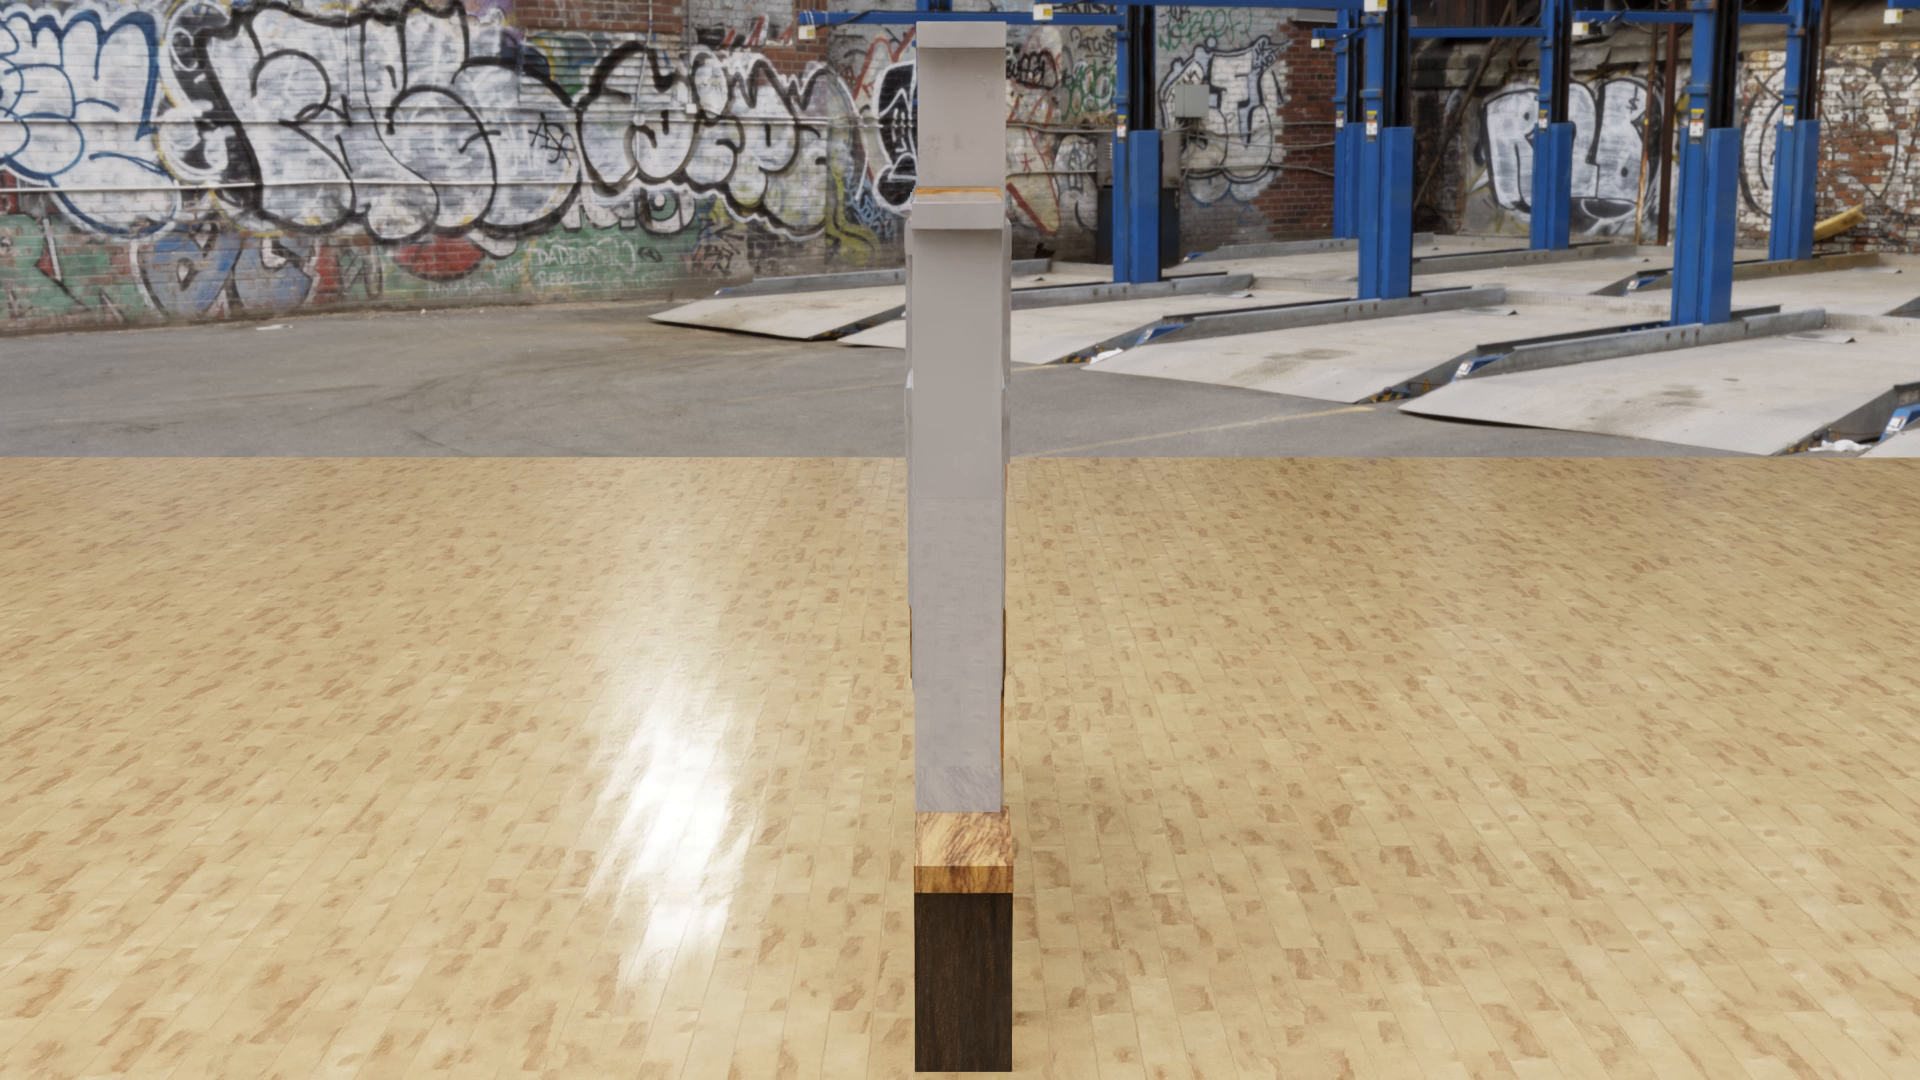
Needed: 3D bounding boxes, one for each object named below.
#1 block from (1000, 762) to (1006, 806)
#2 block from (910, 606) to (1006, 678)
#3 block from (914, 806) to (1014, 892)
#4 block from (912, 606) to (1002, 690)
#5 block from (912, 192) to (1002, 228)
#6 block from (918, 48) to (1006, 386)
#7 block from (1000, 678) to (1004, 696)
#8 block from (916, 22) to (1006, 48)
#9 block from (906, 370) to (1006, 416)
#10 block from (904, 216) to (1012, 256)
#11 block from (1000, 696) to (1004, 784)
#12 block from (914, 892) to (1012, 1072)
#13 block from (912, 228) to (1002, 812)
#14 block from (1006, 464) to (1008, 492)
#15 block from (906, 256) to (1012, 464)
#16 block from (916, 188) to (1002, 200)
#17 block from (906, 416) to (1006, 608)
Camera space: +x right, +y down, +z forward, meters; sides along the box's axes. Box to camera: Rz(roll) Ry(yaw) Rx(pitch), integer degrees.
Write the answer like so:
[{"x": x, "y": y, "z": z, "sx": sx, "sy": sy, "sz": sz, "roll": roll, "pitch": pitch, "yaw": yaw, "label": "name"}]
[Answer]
[{"x": -0.001, "y": 0.378, "z": 3.290, "sx": 0.130, "sy": 0.037, "sz": 0.259, "roll": 0, "pitch": 11, "yaw": 0, "label": "block"}, {"x": -0.003, "y": 0.072, "z": 3.746, "sx": 0.163, "sy": 0.327, "sz": 0.046, "roll": 0, "pitch": 11, "yaw": 0, "label": "block"}, {"x": 0.005, "y": 0.423, "z": 3.026, "sx": 0.131, "sy": 0.037, "sz": 0.263, "roll": 0, "pitch": 11, "yaw": 0, "label": "block"}, {"x": -0.005, "y": 0.007, "z": 3.492, "sx": 0.145, "sy": 0.466, "sz": 0.041, "roll": 0, "pitch": 11, "yaw": 0, "label": "block"}, {"x": -0.005, "y": -0.459, "z": 3.062, "sx": 0.121, "sy": 0.034, "sz": 0.243, "roll": 0, "pitch": 12, "yaw": -1, "label": "block"}, {"x": 0.003, "y": -0.338, "z": 3.520, "sx": 0.138, "sy": 0.875, "sz": 0.039, "roll": 0, "pitch": 11, "yaw": 0, "label": "block"}, {"x": 0.004, "y": 0.224, "z": 3.936, "sx": 0.145, "sy": 0.041, "sz": 0.291, "roll": 0, "pitch": 11, "yaw": 0, "label": "block"}, {"x": 0.003, "y": -0.805, "z": 3.527, "sx": 0.138, "sy": 0.039, "sz": 0.276, "roll": 0, "pitch": 11, "yaw": 1, "label": "block"}, {"x": -0.007, "y": -0.226, "z": 3.350, "sx": 0.145, "sy": 0.041, "sz": 0.291, "roll": 0, "pitch": 10, "yaw": 0, "label": "block"}, {"x": -0.003, "y": -0.520, "z": 3.747, "sx": 0.174, "sy": 0.049, "sz": 0.347, "roll": 0, "pitch": 11, "yaw": 0, "label": "block"}, {"x": 0.004, "y": 0.405, "z": 3.871, "sx": 0.145, "sy": 0.291, "sz": 0.041, "roll": 0, "pitch": 11, "yaw": 0, "label": "block"}, {"x": 0.005, "y": 0.587, "z": 2.967, "sx": 0.131, "sy": 0.263, "sz": 0.037, "roll": 0, "pitch": 11, "yaw": 0, "label": "block"}, {"x": -0.003, "y": -0.021, "z": 3.063, "sx": 0.122, "sy": 0.823, "sz": 0.034, "roll": 0, "pitch": 11, "yaw": 0, "label": "block"}, {"x": -0.003, "y": -0.131, "z": 3.819, "sx": 0.163, "sy": 0.046, "sz": 0.327, "roll": 0, "pitch": 11, "yaw": 0, "label": "block"}, {"x": -0.003, "y": -0.304, "z": 3.670, "sx": 0.174, "sy": 0.347, "sz": 0.049, "roll": 0, "pitch": 11, "yaw": 0, "label": "block"}, {"x": -0.004, "y": -0.512, "z": 3.308, "sx": 0.125, "sy": 0.035, "sz": 0.249, "roll": 0, "pitch": 10, "yaw": -1, "label": "block"}, {"x": -0.005, "y": -0.047, "z": 3.287, "sx": 0.145, "sy": 0.291, "sz": 0.041, "roll": 0, "pitch": 11, "yaw": 2, "label": "block"}]
